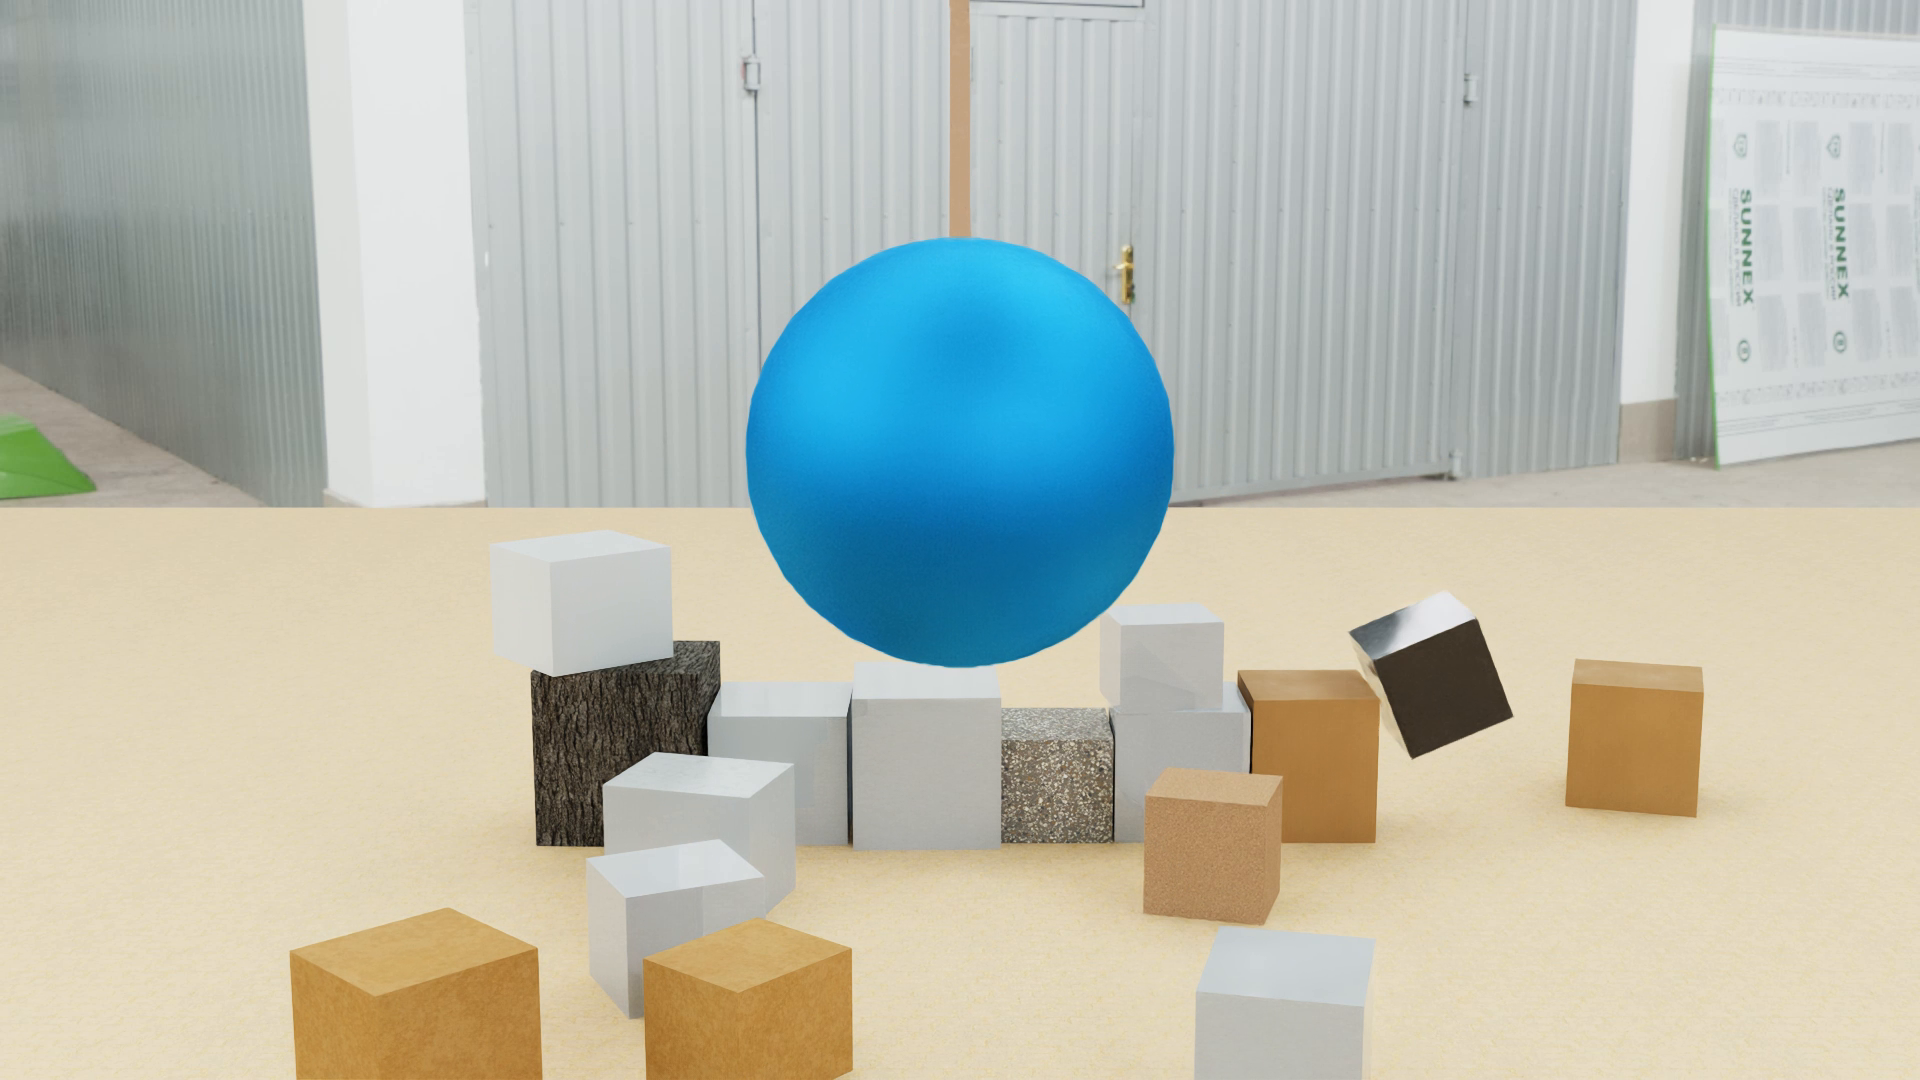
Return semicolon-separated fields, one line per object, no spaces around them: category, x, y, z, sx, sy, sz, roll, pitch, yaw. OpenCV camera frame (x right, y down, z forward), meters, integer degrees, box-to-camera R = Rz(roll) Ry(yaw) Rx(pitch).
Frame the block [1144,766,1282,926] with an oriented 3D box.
block;1.178;1.414;10.213;0.555;0.564;0.489;3;11;16

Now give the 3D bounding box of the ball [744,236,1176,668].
ball;0.000;-0.325;8.203;1.600;1.600;1.600;0;10;0

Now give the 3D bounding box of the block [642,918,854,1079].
block;-0.797;1.796;8.313;0.516;0.492;0.589;9;14;40

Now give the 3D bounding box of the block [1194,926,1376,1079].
block;1.195;1.814;8.046;0.585;0.552;0.677;3;11;14

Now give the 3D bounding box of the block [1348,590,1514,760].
block;2.424;0.690;11.356;0.562;0.576;0.528;-23;14;2

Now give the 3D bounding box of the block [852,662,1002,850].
block;-0.176;1.098;11.337;0.740;0.783;0.789;0;10;-2

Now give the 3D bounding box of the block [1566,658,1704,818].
block;3.637;1.057;11.860;0.665;0.677;0.589;3;11;17

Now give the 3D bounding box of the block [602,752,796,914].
block;-1.204;1.385;10.240;0.714;0.611;0.573;3;11;16

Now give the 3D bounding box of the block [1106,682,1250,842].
block;1.119;1.141;11.388;0.677;0.680;0.644;0;10;0

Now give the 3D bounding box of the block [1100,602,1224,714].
block;1.022;0.598;11.210;0.529;0.453;0.472;-2;10;-9

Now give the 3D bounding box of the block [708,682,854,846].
block;-0.913;1.146;11.392;0.696;0.669;0.716;0;10;0

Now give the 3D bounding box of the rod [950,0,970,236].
rod;0.000;-3.553;9.270;0.080;5.200;0.080;0;-18;0

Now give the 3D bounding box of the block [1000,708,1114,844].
block;0.487;1.211;11.393;0.567;0.540;0.642;0;10;0

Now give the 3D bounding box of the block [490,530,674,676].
block;-1.934;0.309;11.239;0.686;0.575;0.640;-8;13;-38

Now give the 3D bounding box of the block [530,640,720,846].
block;-1.701;1.037;11.350;0.839;0.898;0.742;0;10;2

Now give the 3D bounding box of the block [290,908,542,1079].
block;-1.975;1.786;8.005;0.657;0.622;0.605;-10;14;-44

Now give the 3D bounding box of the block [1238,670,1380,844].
block;1.784;1.110;11.372;0.633;0.746;0.637;0;10;0

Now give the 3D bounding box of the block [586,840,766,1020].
block;-1.192;1.619;9.220;0.596;0.515;0.550;-5;11;-26
